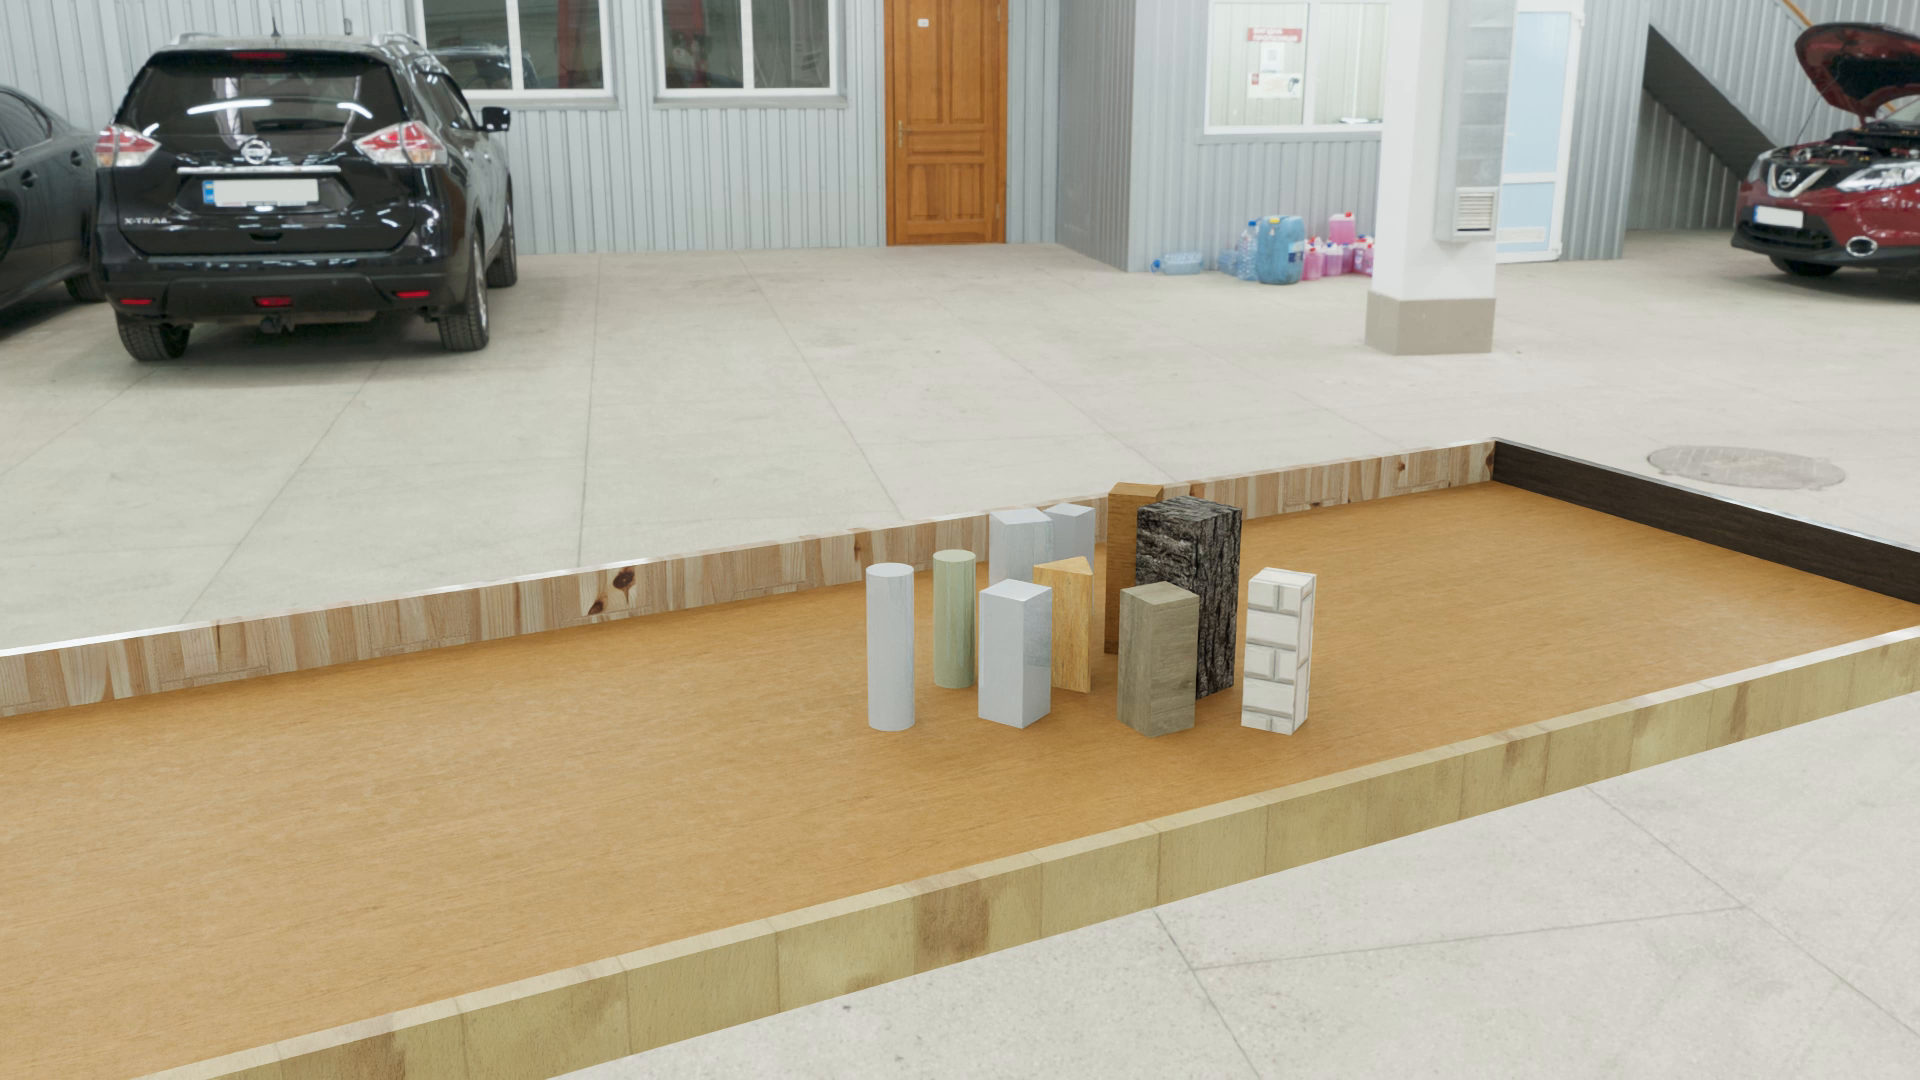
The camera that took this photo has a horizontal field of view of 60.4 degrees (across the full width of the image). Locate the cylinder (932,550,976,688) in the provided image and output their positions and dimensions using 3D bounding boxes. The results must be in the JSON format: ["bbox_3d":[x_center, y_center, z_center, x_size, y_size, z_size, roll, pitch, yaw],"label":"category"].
[{"bbox_3d":[-0.014,0.196,4.103,0.105,0.329,0.105,0,16,0],"label":"cylinder"}]

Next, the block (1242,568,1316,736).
[{"bbox_3d":[0.743,0.258,3.845,0.121,0.357,0.121,9,19,28],"label":"block"}]

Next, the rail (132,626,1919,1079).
[{"bbox_3d":[-2.336,1.006,1.665,12.000,0.150,0.050,-9,18,-27],"label":"rail"}]

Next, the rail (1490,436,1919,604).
[{"bbox_3d":[2.466,-0.048,5.253,0.050,0.150,2.100,-9,18,-27],"label":"rail"}]

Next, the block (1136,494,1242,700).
[{"bbox_3d":[0.557,0.142,4.058,0.179,0.458,0.179,-14,22,-40],"label":"block"}]

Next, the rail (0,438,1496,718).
[{"bbox_3d":[-3.305,0.497,3.399,12.000,0.150,0.050,-9,18,-27],"label":"rail"}]

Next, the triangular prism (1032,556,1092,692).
[{"bbox_3d":[0.280,0.204,4.122,0.155,0.305,0.134,8,18,26],"label":"triangular prism"}]

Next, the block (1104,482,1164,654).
[{"bbox_3d":[0.455,0.078,4.317,0.121,0.435,0.121,5,17,16],"label":"block"}]

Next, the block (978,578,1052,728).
[{"bbox_3d":[0.130,0.266,3.891,0.124,0.314,0.124,11,20,33],"label":"block"}]

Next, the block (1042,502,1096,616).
[{"bbox_3d":[0.300,0.066,4.578,0.105,0.312,0.105,11,20,33],"label":"block"}]

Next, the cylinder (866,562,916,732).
[{"bbox_3d":[-0.161,0.249,3.839,0.110,0.377,0.110,0,16,0],"label":"cylinder"}]

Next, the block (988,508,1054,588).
[{"bbox_3d":[0.160,0.106,4.370,0.131,0.352,0.131,-5,17,-17],"label":"block"}]

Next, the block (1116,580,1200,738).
[{"bbox_3d":[0.460,0.277,3.840,0.130,0.324,0.130,-9,19,-29],"label":"block"}]
